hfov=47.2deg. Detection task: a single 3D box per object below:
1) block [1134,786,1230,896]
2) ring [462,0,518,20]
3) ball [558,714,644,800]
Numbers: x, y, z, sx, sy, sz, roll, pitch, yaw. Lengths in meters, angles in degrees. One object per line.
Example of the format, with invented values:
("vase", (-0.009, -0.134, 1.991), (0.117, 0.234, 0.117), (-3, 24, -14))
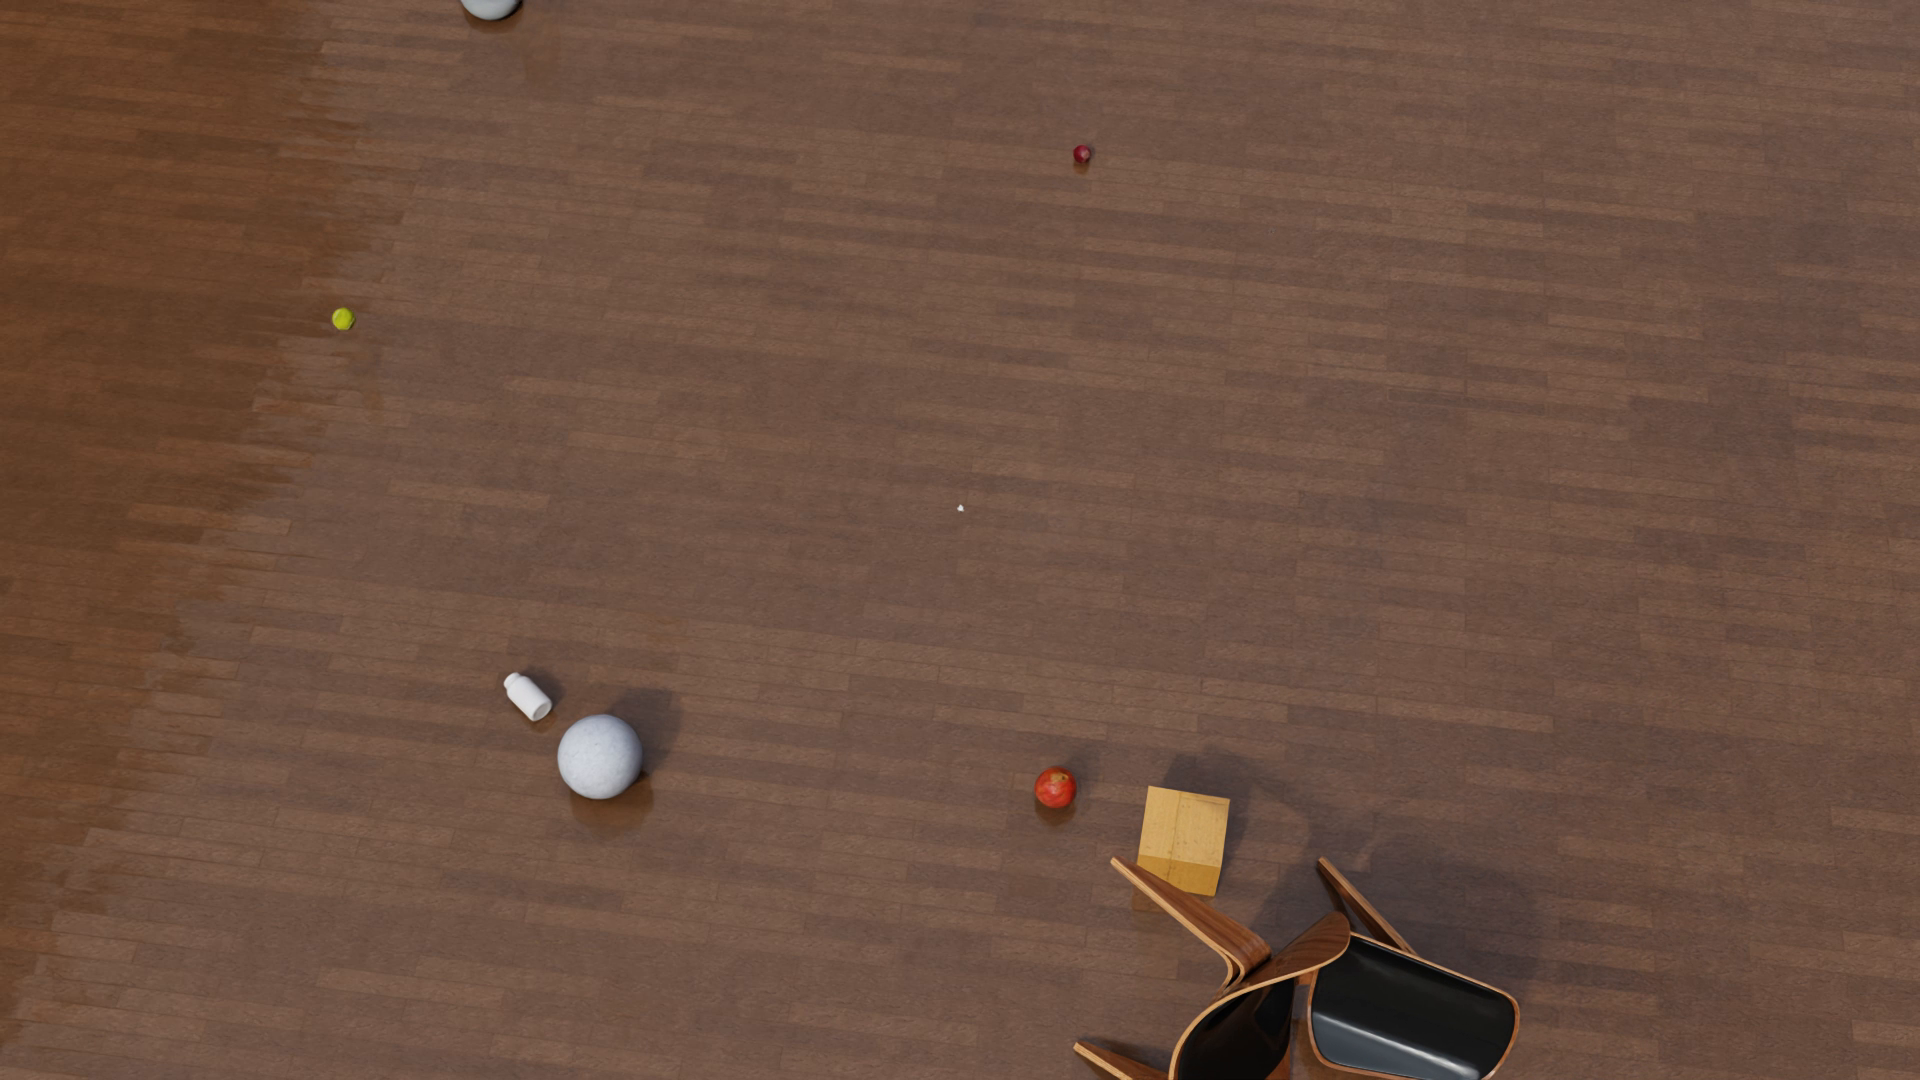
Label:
("block", (0.597, 0.811, 5.921), (0.219, 0.180, 0.204), (9, 57, 6))
("ring", (-1.677, -1.958, 7.845), (0.217, 0.072, 0.271), (-15, 58, -11))
("ball", (-0.987, 0.595, 6.035), (0.234, 0.234, 0.234), (0, 56, 0))
